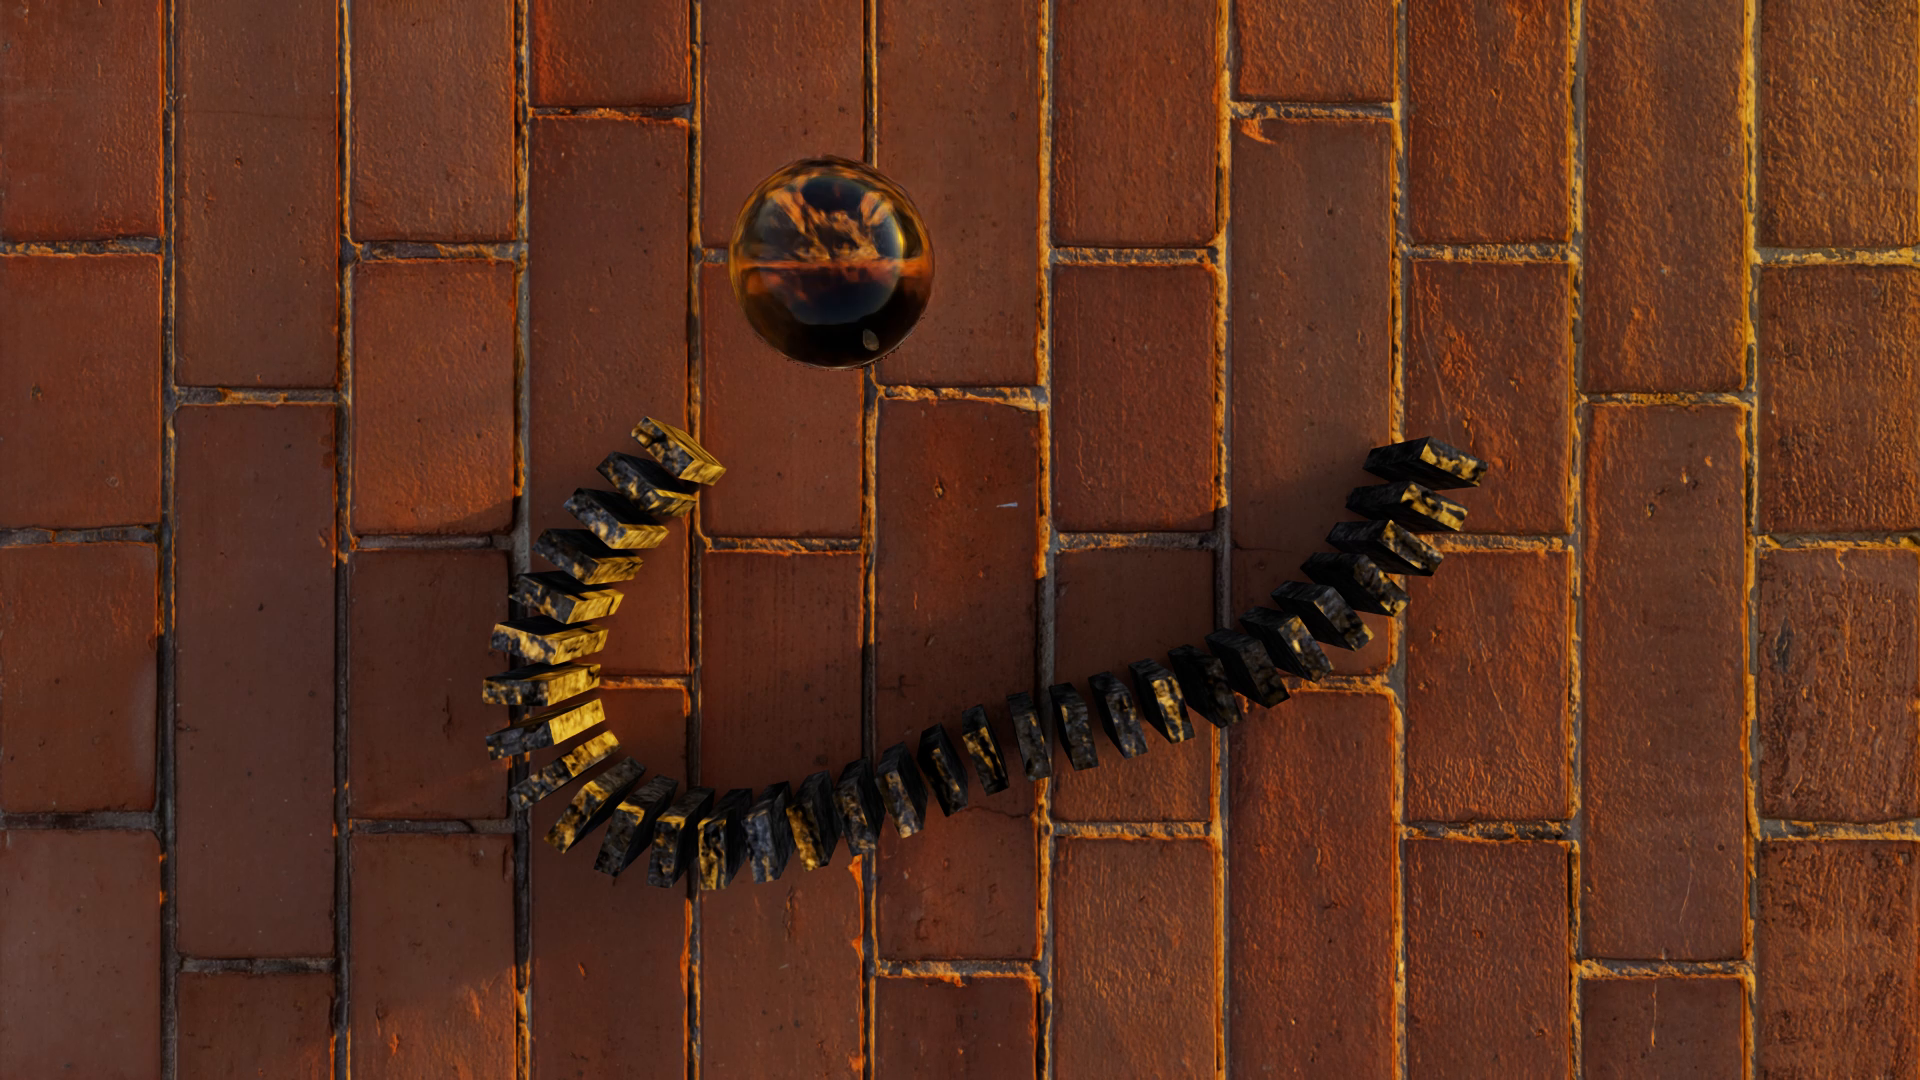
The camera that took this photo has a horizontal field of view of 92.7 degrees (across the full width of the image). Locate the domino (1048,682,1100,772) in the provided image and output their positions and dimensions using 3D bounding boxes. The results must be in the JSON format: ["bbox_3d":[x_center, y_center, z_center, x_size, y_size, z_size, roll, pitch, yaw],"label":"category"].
[{"bbox_3d":[0.046,0.075,0.375,0.010,0.050,0.025,-12,90,0],"label":"domino"}]

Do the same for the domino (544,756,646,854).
[{"bbox_3d":[-0.148,0.107,0.375,0.010,0.050,0.025,37,90,0],"label":"domino"}]

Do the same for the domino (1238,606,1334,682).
[{"bbox_3d":[0.132,0.042,0.375,0.009,0.050,0.025,-35,90,0],"label":"domino"}]

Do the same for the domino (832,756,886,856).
[{"bbox_3d":[-0.041,0.108,0.375,0.010,0.050,0.025,-19,90,0],"label":"domino"}]

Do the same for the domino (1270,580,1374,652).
[{"bbox_3d":[0.147,0.030,0.375,0.009,0.050,0.025,-41,90,0],"label":"domino"}]

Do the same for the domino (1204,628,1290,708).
[{"bbox_3d":[0.116,0.051,0.375,0.010,0.050,0.025,-27,90,0],"label":"domino"}]

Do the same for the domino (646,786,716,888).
[{"bbox_3d":[-0.113,0.120,0.375,0.009,0.050,0.025,9,90,0],"label":"domino"}]

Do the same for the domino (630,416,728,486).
[{"bbox_3d":[-0.114,-0.036,0.375,0.025,0.050,0.009,42,90,0],"label":"domino"}]

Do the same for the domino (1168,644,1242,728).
[{"bbox_3d":[0.099,0.059,0.375,0.010,0.050,0.025,-21,90,0],"label":"domino"}]

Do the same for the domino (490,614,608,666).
[{"bbox_3d":[-0.167,0.040,0.375,0.025,0.050,0.009,16,90,0],"label":"domino"}]

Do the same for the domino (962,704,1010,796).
[{"bbox_3d":[0.010,0.085,0.375,0.009,0.050,0.025,-22,90,0],"label":"domino"}]

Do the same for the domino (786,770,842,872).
[{"bbox_3d":[-0.058,0.114,0.375,0.009,0.050,0.025,-17,90,0],"label":"domino"}]

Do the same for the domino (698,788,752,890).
[{"bbox_3d":[-0.095,0.121,0.375,0.010,0.050,0.025,-3,90,0],"label":"domino"}]

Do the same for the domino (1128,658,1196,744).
[{"bbox_3d":[0.082,0.065,0.375,0.009,0.050,0.025,-18,90,0],"label":"domino"}]

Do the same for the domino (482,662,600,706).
[{"bbox_3d":[-0.170,0.058,0.375,0.025,0.050,0.009,3,90,0],"label":"domino"}]

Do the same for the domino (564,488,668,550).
[{"bbox_3d":[-0.139,-0.008,0.375,0.025,0.050,0.009,41,90,0],"label":"domino"}]

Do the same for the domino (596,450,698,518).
[{"bbox_3d":[-0.127,-0.022,0.375,0.025,0.050,0.009,43,90,0],"label":"domino"}]

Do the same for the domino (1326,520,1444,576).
[{"bbox_3d":[0.172,0.003,0.375,0.025,0.050,0.010,34,90,0],"label":"domino"}]

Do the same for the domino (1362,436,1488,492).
[{"bbox_3d":[0.189,-0.030,0.375,0.025,0.050,0.010,25,90,0],"label":"domino"}]

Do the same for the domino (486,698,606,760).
[{"bbox_3d":[-0.168,0.077,0.375,0.025,0.050,0.009,-14,90,0],"label":"domino"}]

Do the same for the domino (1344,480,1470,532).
[{"bbox_3d":[0.181,-0.013,0.375,0.025,0.050,0.009,26,90,0],"label":"domino"}]

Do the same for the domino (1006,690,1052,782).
[{"bbox_3d":[0.028,0.079,0.375,0.010,0.050,0.025,-14,90,0],"label":"domino"}]

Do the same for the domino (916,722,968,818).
[{"bbox_3d":[-0.007,0.093,0.375,0.010,0.050,0.025,-27,90,0],"label":"domino"}]

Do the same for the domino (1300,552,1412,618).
[{"bbox_3d":[0.160,0.017,0.375,0.025,0.050,0.009,44,90,0],"label":"domino"}]

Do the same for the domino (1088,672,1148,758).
[{"bbox_3d":[0.064,0.070,0.375,0.010,0.050,0.025,-18,90,0],"label":"domino"}]

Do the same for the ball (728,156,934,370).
[{"bbox_3d":[-0.050,-0.108,0.360,0.080,0.080,0.080,0,90,0],"label":"ball"}]

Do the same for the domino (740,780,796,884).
[{"bbox_3d":[-0.076,0.118,0.375,0.010,0.050,0.025,-12,90,0],"label":"domino"}]

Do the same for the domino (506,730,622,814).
[{"bbox_3d":[-0.161,0.094,0.375,0.025,0.050,0.010,-34,90,0],"label":"domino"}]

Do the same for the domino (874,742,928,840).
[{"bbox_3d":[-0.023,0.101,0.375,0.009,0.050,0.025,-25,90,0],"label":"domino"}]

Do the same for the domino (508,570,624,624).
[{"bbox_3d":[-0.160,0.023,0.375,0.025,0.050,0.010,26,90,0],"label":"domino"}]

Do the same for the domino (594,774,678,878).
[{"bbox_3d":[-0.131,0.116,0.375,0.010,0.050,0.025,20,90,0],"label":"domino"}]

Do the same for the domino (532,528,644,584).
[{"bbox_3d":[-0.151,0.006,0.375,0.025,0.050,0.010,33,90,0],"label":"domino"}]
